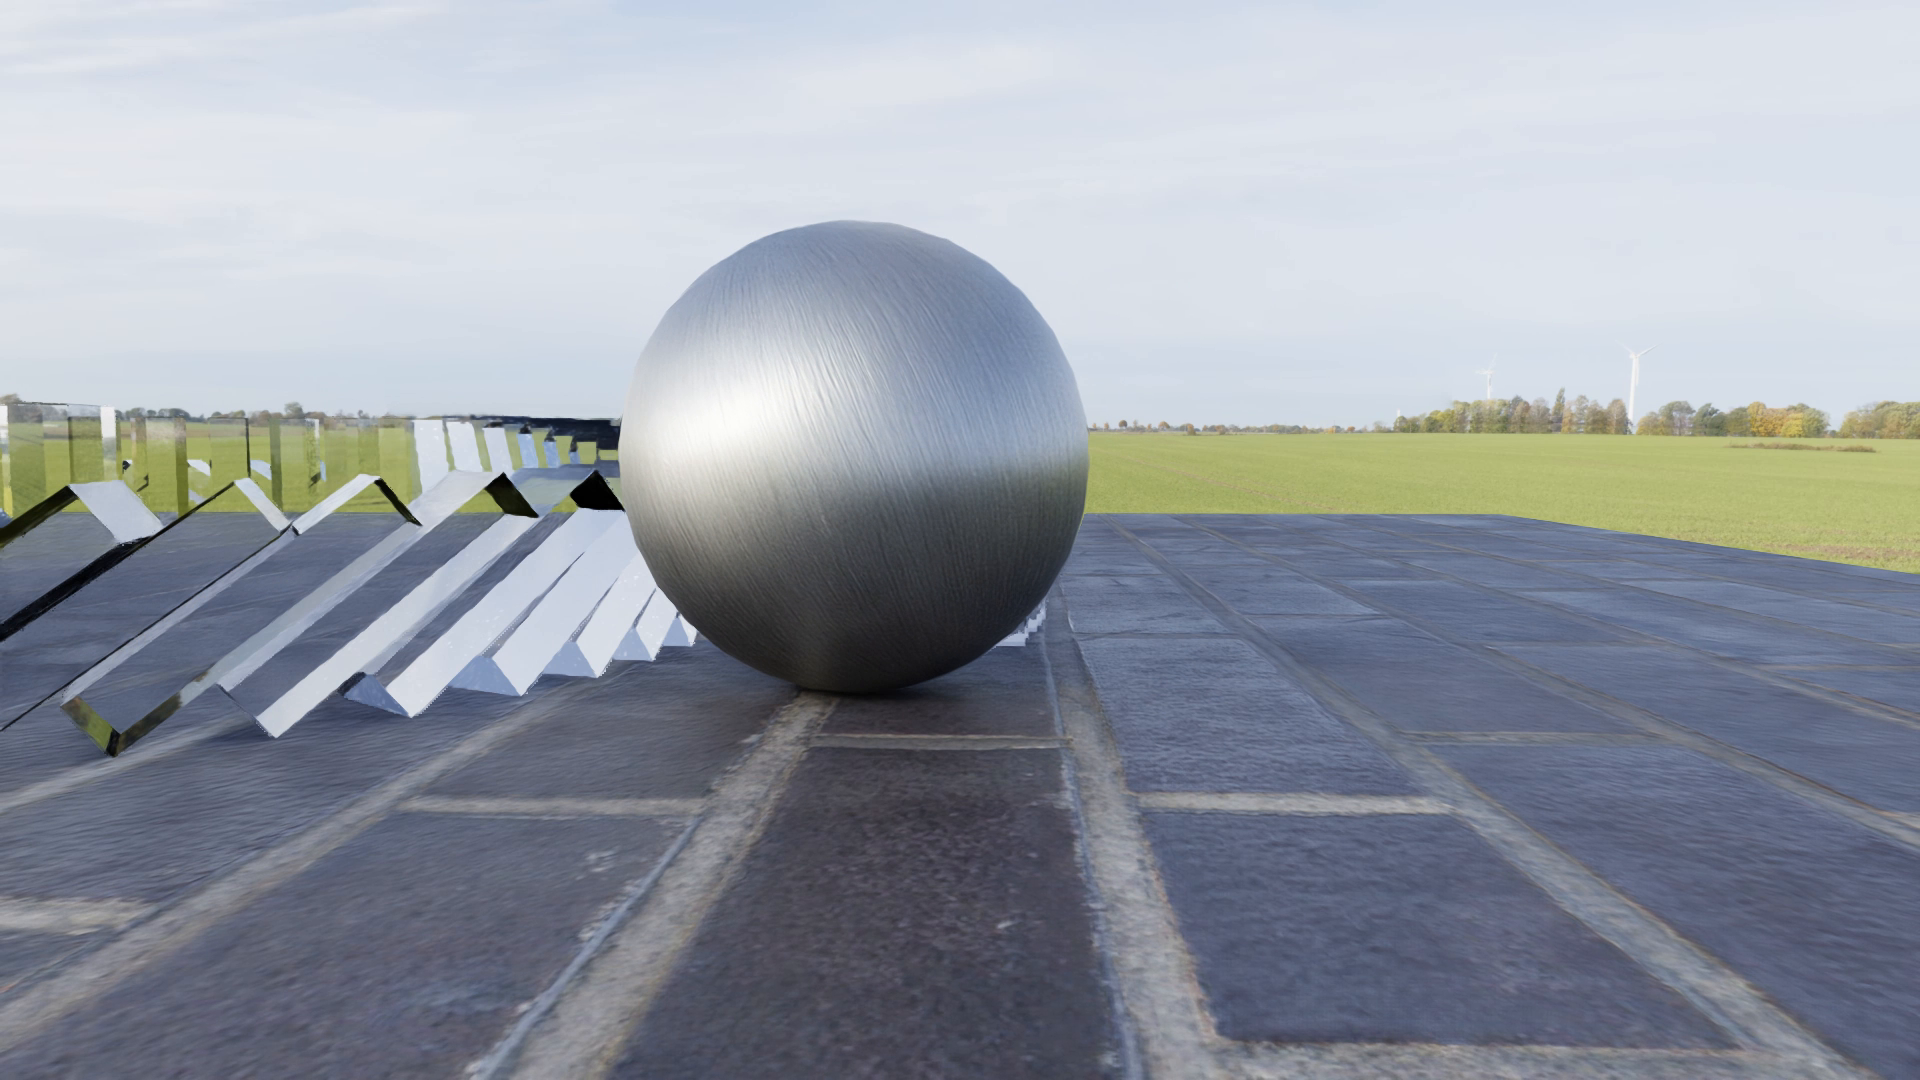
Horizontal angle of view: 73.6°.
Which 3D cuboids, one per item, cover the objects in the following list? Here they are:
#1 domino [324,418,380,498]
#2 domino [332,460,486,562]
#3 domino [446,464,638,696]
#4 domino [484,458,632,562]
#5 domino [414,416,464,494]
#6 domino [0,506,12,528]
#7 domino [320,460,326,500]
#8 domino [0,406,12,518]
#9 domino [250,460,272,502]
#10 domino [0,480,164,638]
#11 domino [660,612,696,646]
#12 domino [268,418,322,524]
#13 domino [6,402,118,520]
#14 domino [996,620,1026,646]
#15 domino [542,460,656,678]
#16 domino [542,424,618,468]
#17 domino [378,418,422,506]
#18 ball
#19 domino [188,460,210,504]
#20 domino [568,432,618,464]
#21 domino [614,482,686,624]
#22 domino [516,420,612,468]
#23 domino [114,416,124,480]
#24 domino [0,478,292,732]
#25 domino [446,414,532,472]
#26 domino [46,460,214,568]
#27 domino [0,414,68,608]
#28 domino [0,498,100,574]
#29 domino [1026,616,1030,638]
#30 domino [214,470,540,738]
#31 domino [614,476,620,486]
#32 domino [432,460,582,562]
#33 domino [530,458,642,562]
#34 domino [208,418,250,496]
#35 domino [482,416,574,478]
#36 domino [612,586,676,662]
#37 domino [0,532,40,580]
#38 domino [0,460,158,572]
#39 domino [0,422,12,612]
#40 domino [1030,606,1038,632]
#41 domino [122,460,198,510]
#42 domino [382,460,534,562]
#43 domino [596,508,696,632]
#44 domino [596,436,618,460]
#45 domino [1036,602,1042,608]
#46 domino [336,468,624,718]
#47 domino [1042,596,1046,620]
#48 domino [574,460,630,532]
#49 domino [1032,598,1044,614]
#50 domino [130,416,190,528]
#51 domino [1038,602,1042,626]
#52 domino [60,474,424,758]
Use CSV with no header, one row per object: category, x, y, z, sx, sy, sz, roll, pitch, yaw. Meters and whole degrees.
domino,-0.182,-0.012,0.389,0.009,0.050,0.025,0,4,-4
domino,-0.202,-0.011,0.472,0.050,0.010,0.025,35,2,-5
domino,-0.077,0.006,0.236,0.025,0.010,0.050,2,43,30
domino,-0.148,-0.012,0.475,0.050,0.009,0.025,37,12,9
domino,-0.150,-0.012,0.387,0.010,0.050,0.025,-5,3,14
domino,-0.152,0.012,0.166,0.050,0.009,0.025,-37,10,-7
domino,-0.219,-0.011,0.468,0.050,0.010,0.025,35,-1,-9
domino,-0.190,-0.001,0.244,0.010,0.050,0.025,-1,4,-13
domino,-0.236,-0.011,0.463,0.050,0.009,0.025,35,-4,-13
domino,-0.136,0.011,0.173,0.050,0.010,0.025,-39,15,-13
domino,-0.066,0.001,0.286,0.025,0.009,0.050,1,47,11
domino,-0.199,-0.011,0.386,0.010,0.050,0.025,-1,5,-18
domino,-0.173,-0.001,0.249,0.010,0.050,0.025,-1,4,-16
domino,0.002,-0.003,0.275,0.025,0.050,0.010,0,-20,4
domino,-0.071,0.004,0.252,0.025,0.010,0.050,2,44,22
domino,-0.098,-0.008,0.359,0.025,0.050,0.010,-3,-26,-36
domino,-0.164,-0.012,0.389,0.009,0.050,0.025,0,4,5
ball,-0.018,-0.014,0.221,0.080,0.080,0.080,0,4,0
domino,-0.252,-0.010,0.456,0.050,0.009,0.025,36,-8,-17
domino,-0.089,-0.006,0.347,0.025,0.050,0.010,-2,-31,-29
domino,-0.072,-0.003,0.319,0.025,0.050,0.010,-1,-39,-11
domino,-0.109,-0.010,0.370,0.025,0.050,0.009,-4,-20,-42
domino,-0.241,-0.009,0.355,0.025,0.050,0.010,4,6,40
domino,-0.121,0.010,0.182,0.050,0.010,0.025,-40,19,-17
domino,-0.135,-0.012,0.384,0.010,0.050,0.025,-13,-1,24
domino,-0.282,-0.009,0.438,0.050,0.010,0.025,38,-15,-26
domino,-0.251,-0.008,0.341,0.025,0.050,0.010,2,5,26
domino,-0.306,-0.006,0.410,0.025,0.009,0.050,4,-29,43
domino,0.003,-0.004,0.286,0.025,0.050,0.009,0,-20,4
domino,-0.094,0.008,0.204,0.025,0.009,0.050,5,44,51
domino,-0.098,-0.010,0.460,0.050,0.010,0.025,41,23,23
domino,-0.167,-0.011,0.475,0.050,0.010,0.025,36,7,2
domino,-0.131,-0.011,0.473,0.050,0.009,0.025,38,16,15
domino,-0.215,-0.011,0.378,0.009,0.050,0.025,-3,5,-32
domino,-0.121,-0.011,0.378,0.010,0.050,0.025,-21,-9,36
domino,-0.068,0.003,0.269,0.025,0.010,0.050,1,45,16
domino,-0.316,-0.005,0.396,0.025,0.010,0.050,3,-30,38
domino,-0.295,-0.008,0.424,0.025,0.009,0.050,5,-30,49
domino,-0.256,-0.007,0.324,0.025,0.050,0.009,1,4,9
domino,0.006,-0.004,0.296,0.025,0.050,0.010,0,-20,4
domino,-0.268,-0.010,0.448,0.050,0.009,0.025,37,-11,-21
domino,-0.185,-0.011,0.474,0.050,0.009,0.025,35,4,-2
domino,-0.067,-0.001,0.303,0.025,0.009,0.050,0,49,2
domino,-0.080,-0.005,0.334,0.025,0.050,0.009,-2,-36,-21
domino,0.009,-0.007,0.337,0.025,0.050,0.010,0,-21,4
domino,-0.083,0.007,0.219,0.025,0.010,0.050,4,43,41
domino,0.009,-0.006,0.316,0.025,0.050,0.010,0,-20,4
domino,-0.114,-0.011,0.467,0.050,0.009,0.025,40,19,19
domino,0.009,-0.007,0.327,0.025,0.050,0.009,0,-20,4
domino,-0.229,-0.010,0.368,0.009,0.050,0.025,-4,6,-41
domino,0.007,-0.005,0.306,0.025,0.050,0.009,0,-20,4
domino,-0.106,0.009,0.192,0.050,0.010,0.025,-43,23,-21
